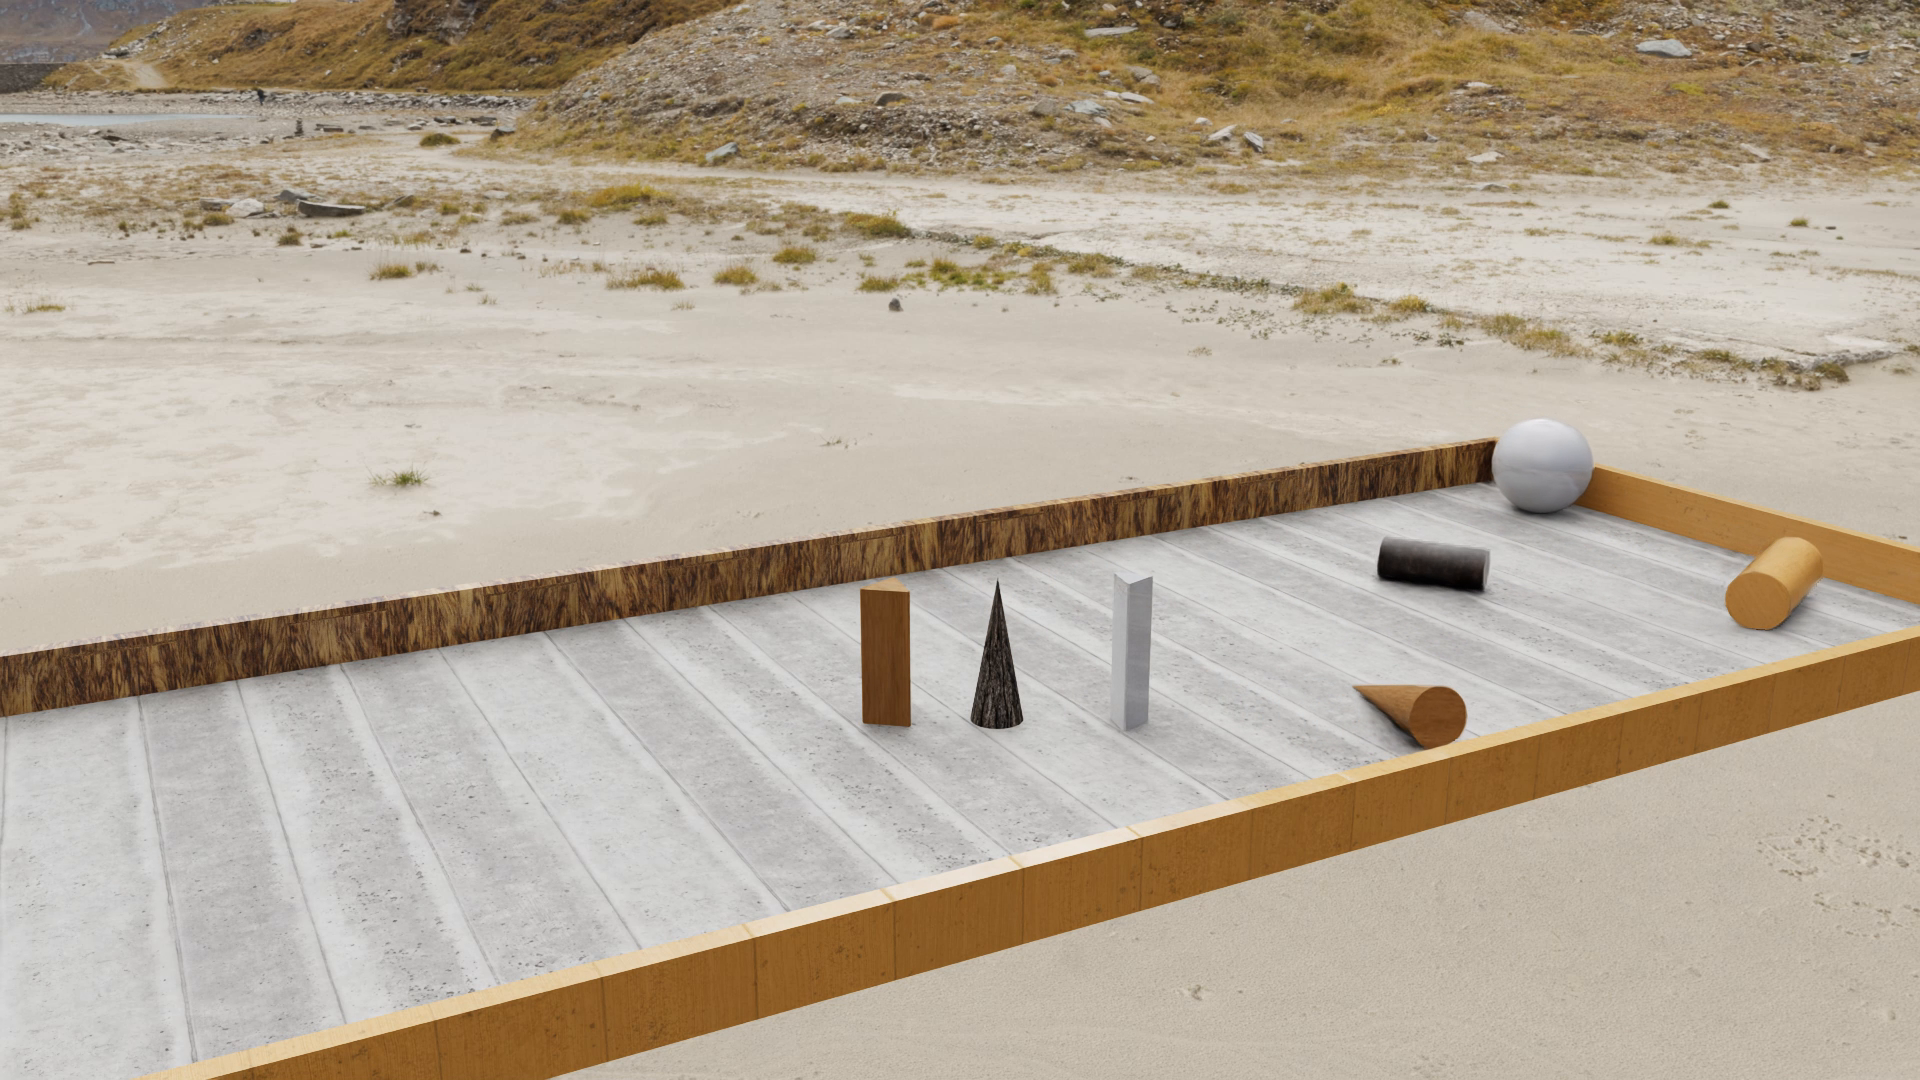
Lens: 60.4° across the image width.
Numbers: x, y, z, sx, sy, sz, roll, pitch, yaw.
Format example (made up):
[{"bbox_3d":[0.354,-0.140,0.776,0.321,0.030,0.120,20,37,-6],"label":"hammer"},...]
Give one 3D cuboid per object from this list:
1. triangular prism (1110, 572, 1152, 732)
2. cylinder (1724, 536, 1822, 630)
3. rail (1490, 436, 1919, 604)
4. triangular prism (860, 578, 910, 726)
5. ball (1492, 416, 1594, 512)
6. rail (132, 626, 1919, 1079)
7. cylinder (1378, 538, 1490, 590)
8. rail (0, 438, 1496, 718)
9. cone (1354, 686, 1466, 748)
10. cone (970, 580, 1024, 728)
[{"bbox_3d":[0.386,0.256,3.844,0.076,0.361,0.088,15,22,42],"label":"triangular prism"},{"bbox_3d":[2.304,0.118,4.661,0.164,0.164,0.430,12,20,36],"label":"cylinder"},{"bbox_3d":[2.466,-0.048,5.253,0.050,0.150,2.100,-9,18,-27],"label":"rail"},{"bbox_3d":[-0.164,0.261,3.878,0.115,0.332,0.100,3,17,10],"label":"triangular prism"},{"bbox_3d":[1.994,-0.259,5.653,0.329,0.329,0.329,0,16,0],"label":"ball"},{"bbox_3d":[-2.336,1.006,1.665,12.000,0.150,0.050,-9,18,-27],"label":"rail"},{"bbox_3d":[1.408,0.071,4.905,0.303,0.118,0.118,8,18,25],"label":"cylinder"},{"bbox_3d":[-3.305,0.497,3.399,12.000,0.150,0.050,-9,18,-27],"label":"rail"},{"bbox_3d":[1.030,0.383,3.924,0.144,0.144,0.398,-4,7,-15],"label":"cone"},{"bbox_3d":[0.087,0.255,3.863,0.126,0.353,0.126,0,16,0],"label":"cone"}]
